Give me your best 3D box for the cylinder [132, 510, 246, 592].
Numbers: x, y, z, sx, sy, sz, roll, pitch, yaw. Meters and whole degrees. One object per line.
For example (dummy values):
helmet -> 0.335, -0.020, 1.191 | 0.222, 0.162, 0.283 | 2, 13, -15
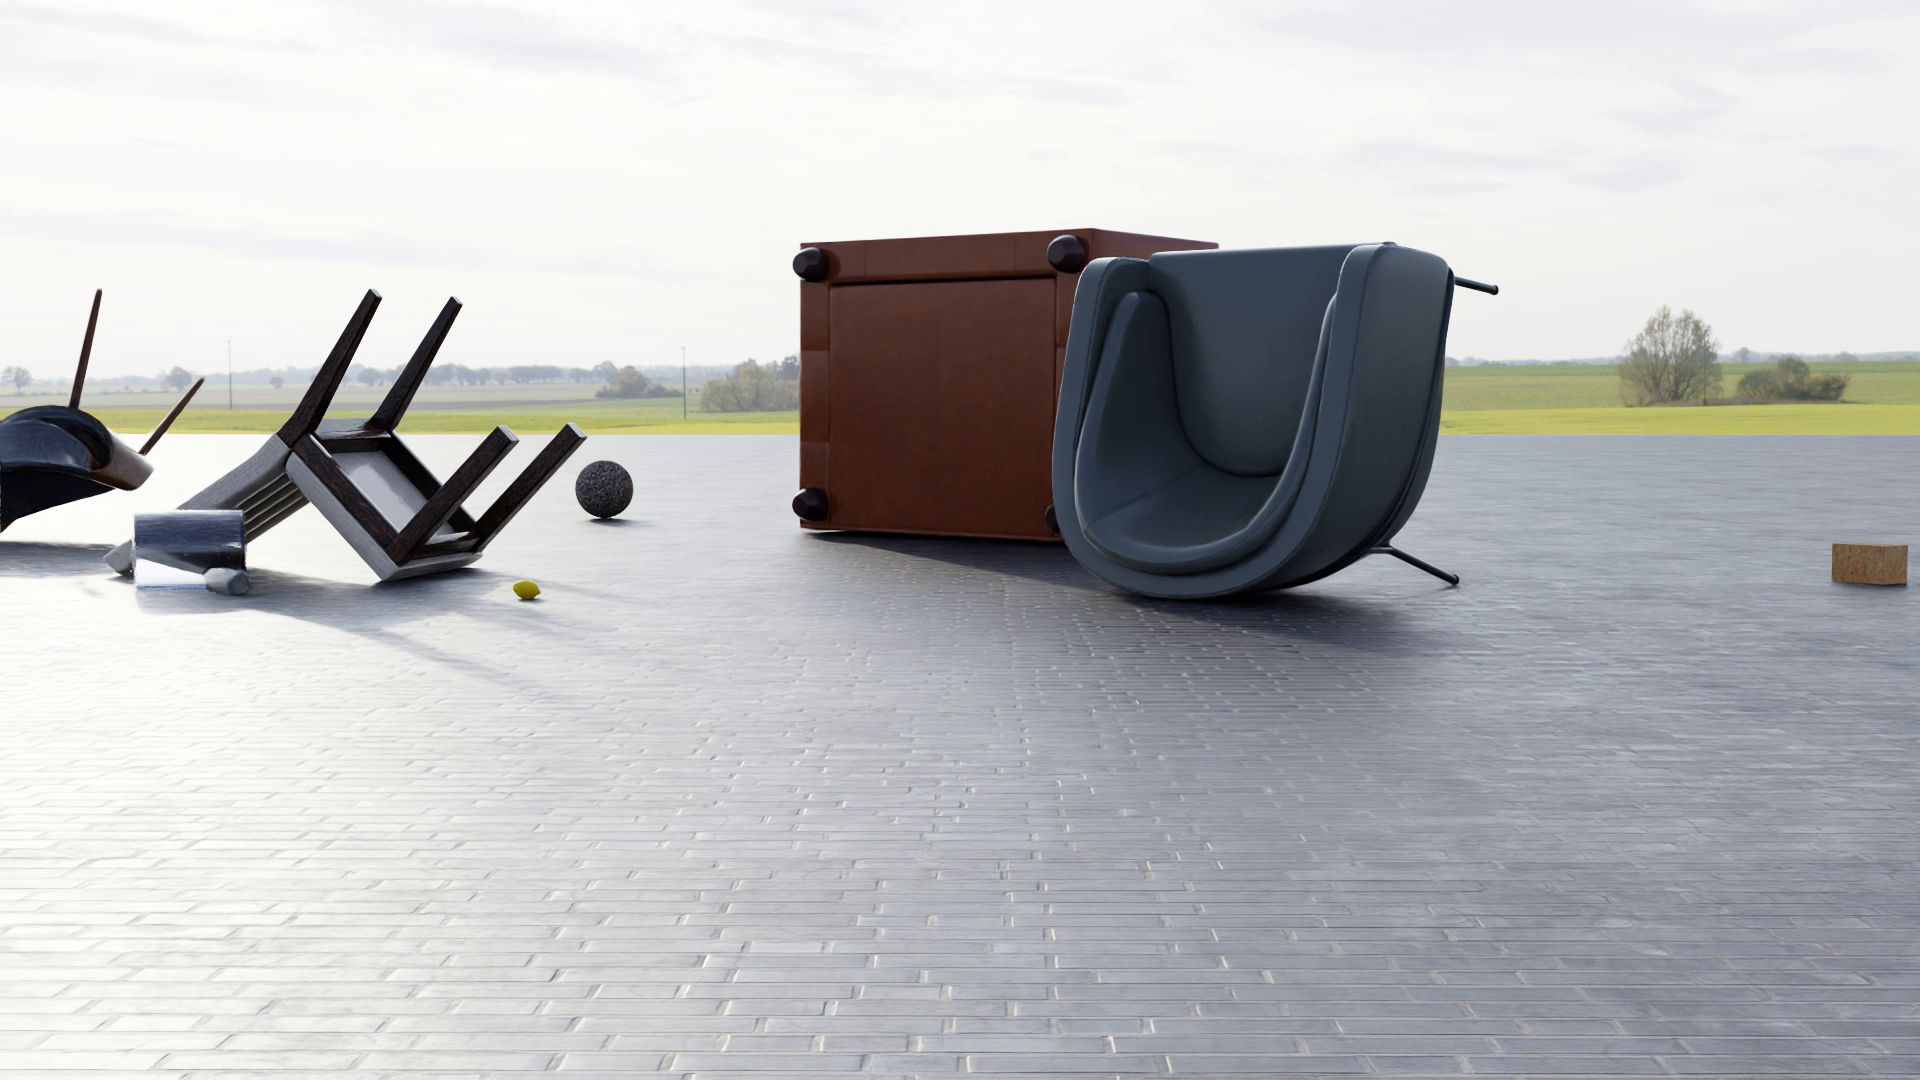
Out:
cylinder -> -1.731, 0.022, 4.935 | 0.230, 0.178, 0.169 | -2, -19, -23

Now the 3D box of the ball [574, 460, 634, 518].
ball -> -1.239, -0.178, 7.657 | 0.202, 0.202, 0.202 | 0, 4, 0

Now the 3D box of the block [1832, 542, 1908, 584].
block -> 2.122, 0.053, 5.130 | 0.093, 0.088, 0.134 | -3, 5, -35
